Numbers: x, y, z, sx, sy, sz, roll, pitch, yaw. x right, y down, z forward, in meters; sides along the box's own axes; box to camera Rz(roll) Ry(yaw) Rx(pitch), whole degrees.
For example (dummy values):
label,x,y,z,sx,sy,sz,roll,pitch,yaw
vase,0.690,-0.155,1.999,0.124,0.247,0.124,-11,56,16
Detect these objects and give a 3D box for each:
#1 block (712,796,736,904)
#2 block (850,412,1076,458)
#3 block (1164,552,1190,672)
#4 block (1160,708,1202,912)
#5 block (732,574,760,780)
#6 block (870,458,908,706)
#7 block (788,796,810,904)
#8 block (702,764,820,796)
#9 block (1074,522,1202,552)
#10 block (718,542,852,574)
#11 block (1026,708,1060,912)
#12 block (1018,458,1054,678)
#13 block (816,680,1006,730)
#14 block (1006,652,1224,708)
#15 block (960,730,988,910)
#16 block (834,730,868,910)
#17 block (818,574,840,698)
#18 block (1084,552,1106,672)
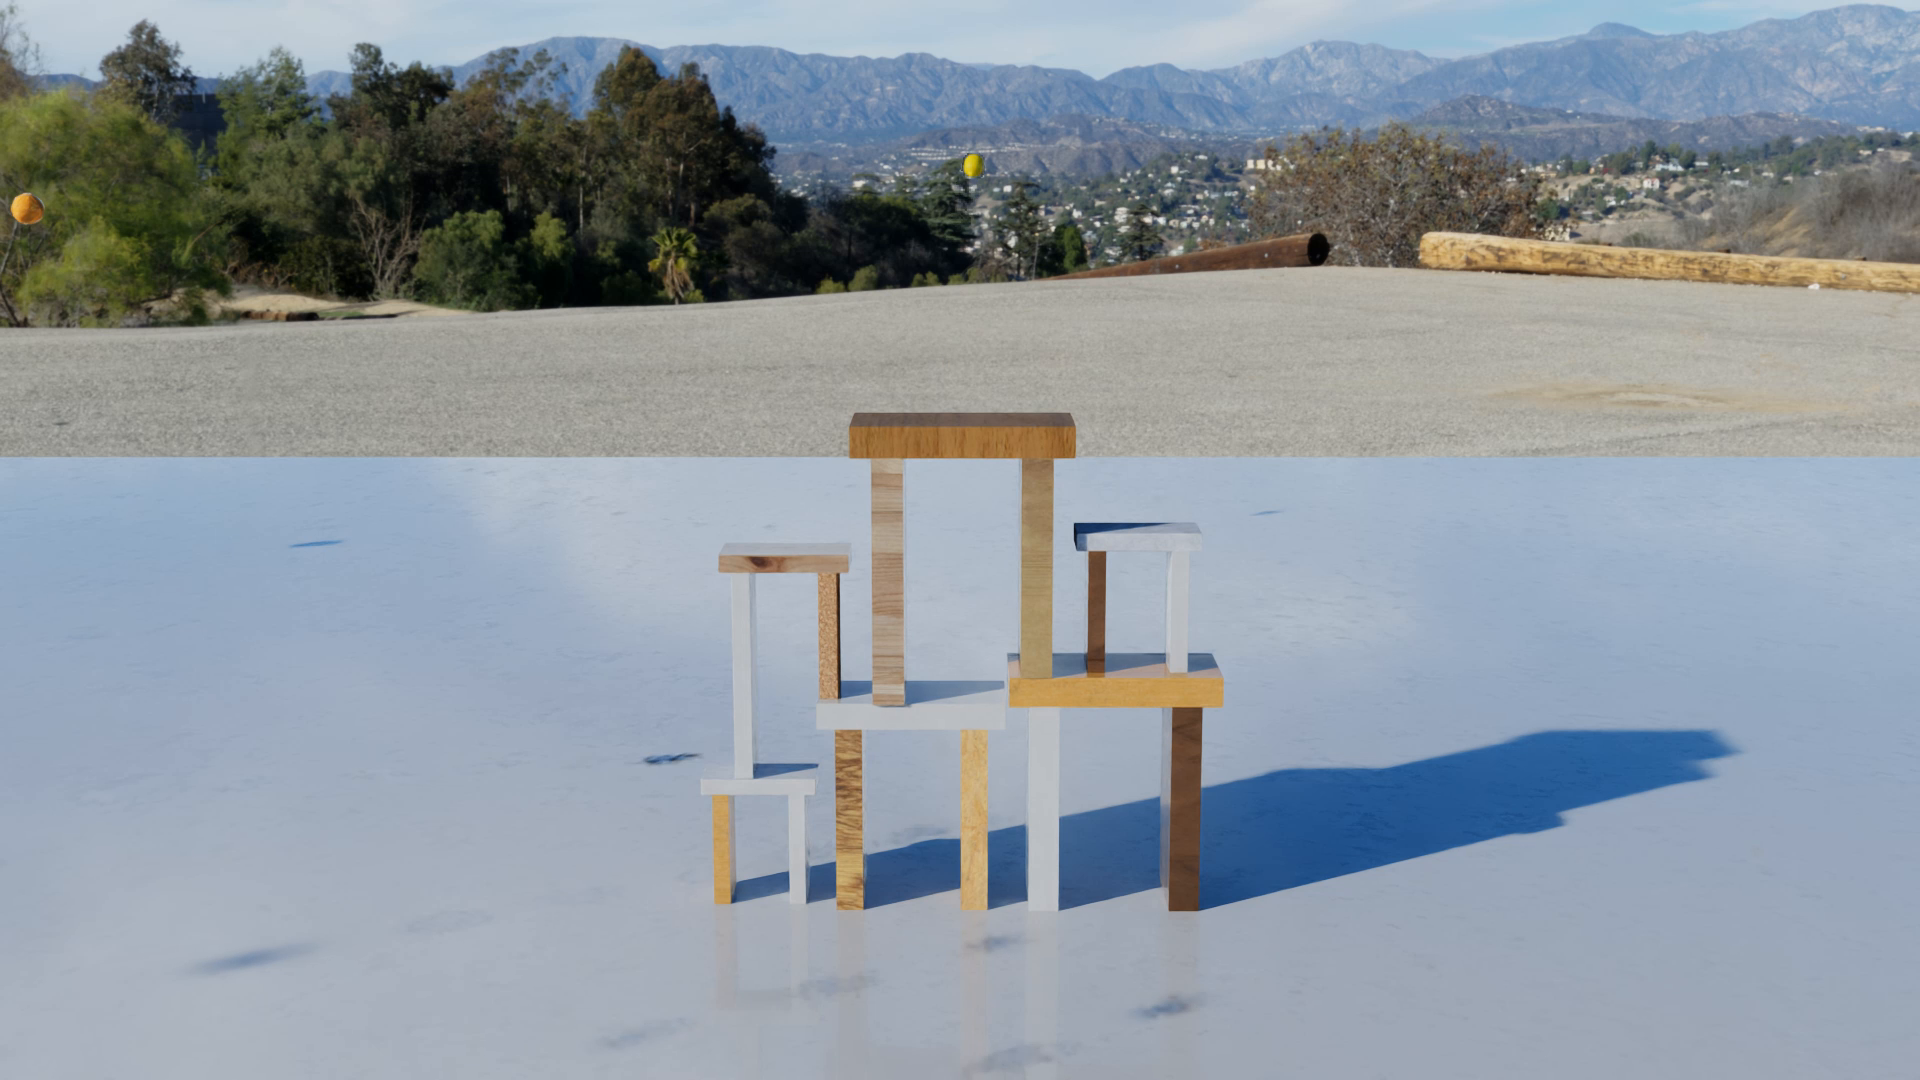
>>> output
label,x,y,z,sx,sy,sz,roll,pitch,yaw
block,-0.391,0.499,3.648,0.026,0.186,0.093,0,11,0
block,0.004,-0.169,3.530,0.355,0.050,0.177,0,11,0
block,0.353,0.107,3.579,0.028,0.200,0.100,0,11,0
block,0.365,0.421,3.639,0.049,0.343,0.171,0,11,0
block,-0.352,0.212,3.603,0.029,0.343,0.104,0,11,0
block,-0.114,0.052,3.571,0.050,0.399,0.177,0,11,0
block,-0.266,0.499,3.648,0.026,0.186,0.093,0,11,0
block,-0.329,0.395,3.629,0.186,0.026,0.093,0,11,0
block,0.286,-0.005,3.558,0.200,0.028,0.100,0,11,0
block,-0.282,0.029,3.569,0.208,0.029,0.104,0,11,0
block,0.136,0.421,3.639,0.049,0.343,0.171,0,11,0
block,0.122,0.031,3.566,0.050,0.355,0.177,0,11,0
block,-0.078,0.270,3.607,0.304,0.043,0.152,0,11,0
block,0.250,0.229,3.603,0.343,0.049,0.171,0,11,0
block,0.023,0.441,3.639,0.043,0.304,0.152,0,11,0
block,-0.180,0.441,3.639,0.043,0.304,0.152,0,11,0
block,-0.213,0.146,3.591,0.029,0.208,0.104,0,11,0
block,0.220,0.107,3.579,0.028,0.200,0.100,0,11,0
